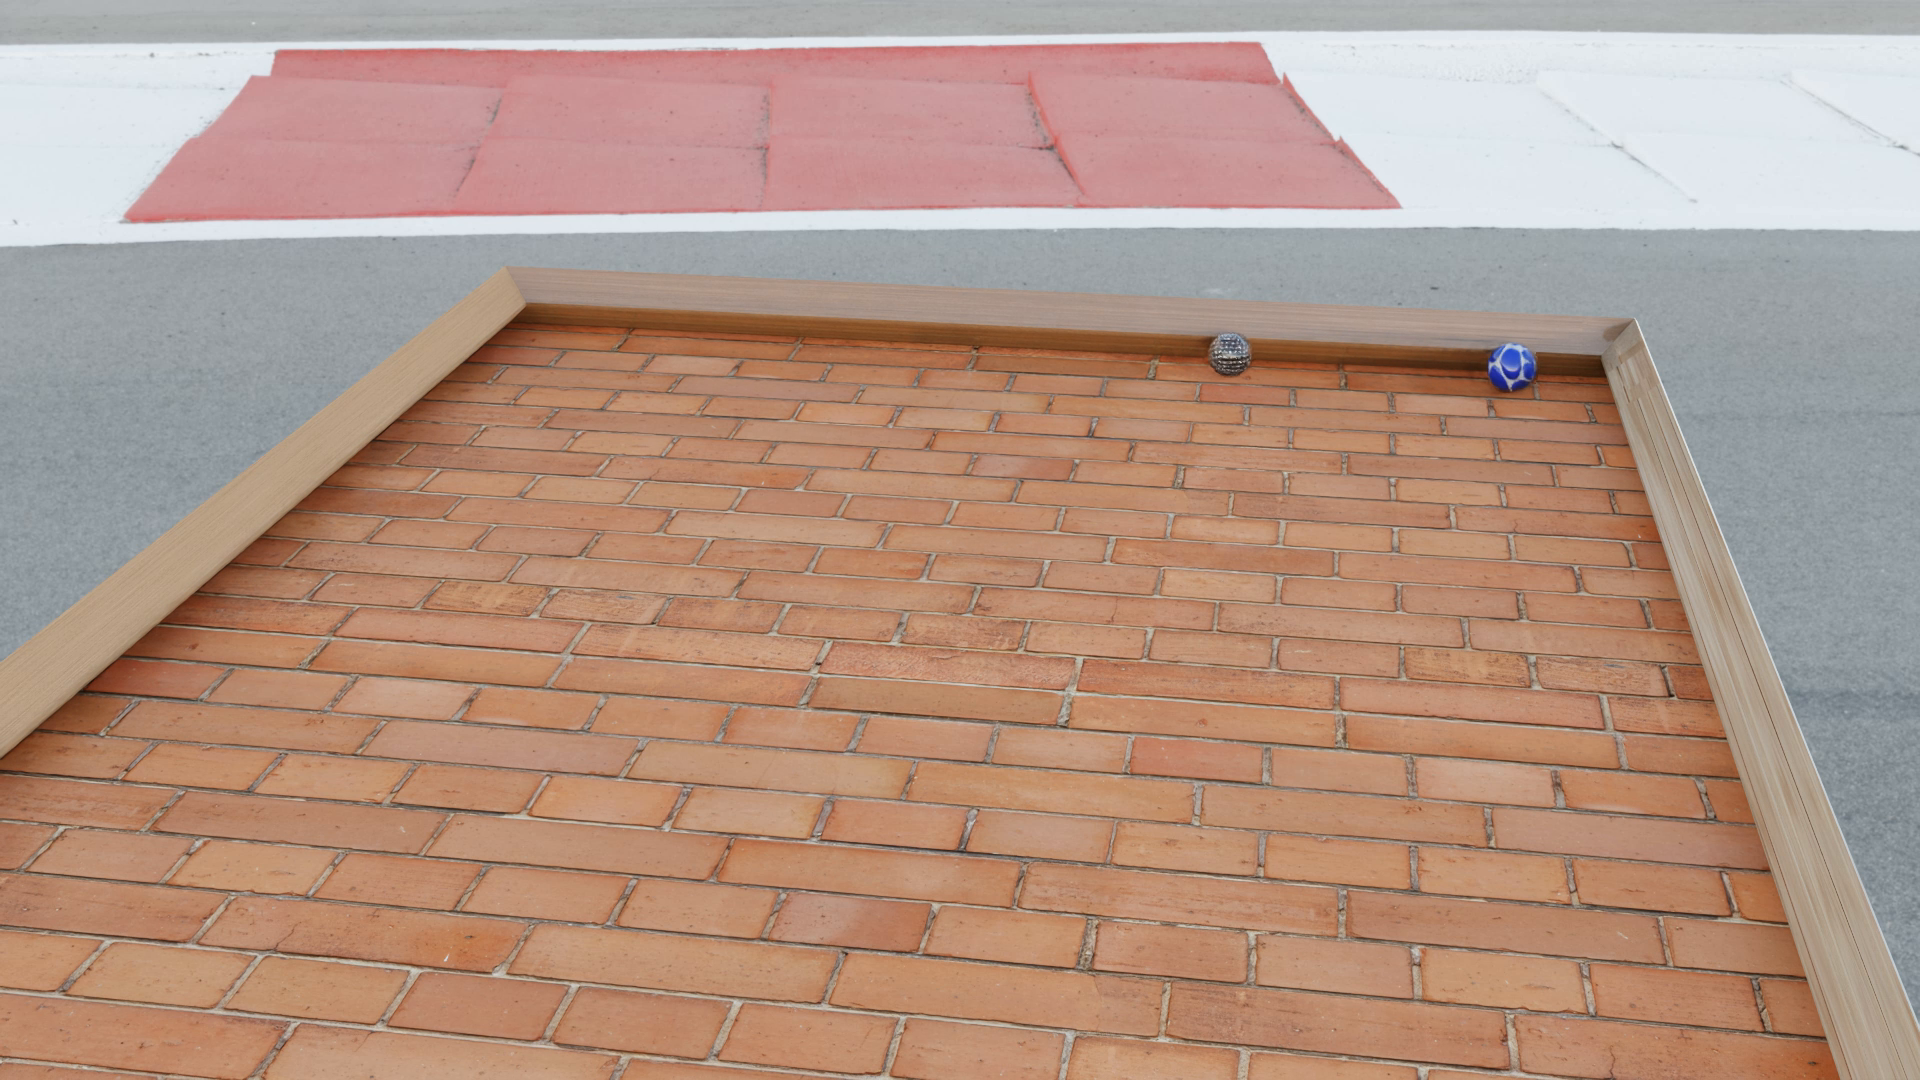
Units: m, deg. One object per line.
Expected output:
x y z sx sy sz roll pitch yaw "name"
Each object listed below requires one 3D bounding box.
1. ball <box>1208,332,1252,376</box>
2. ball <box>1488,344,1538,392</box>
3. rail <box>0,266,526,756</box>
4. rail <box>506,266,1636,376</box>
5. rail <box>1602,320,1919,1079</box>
0.361 -0.248 2.942 0.058 0.058 0.058 0 23 0 "ball"
0.724 -0.226 2.883 0.064 0.064 0.064 0 23 0 "ball"
-0.872 0.235 1.774 0.045 0.083 3.036 4 23 8 "rail"
0.118 -0.295 3.019 1.567 0.083 0.045 4 23 8 "rail"
0.628 0.331 1.550 0.045 0.083 3.036 4 23 8 "rail"
